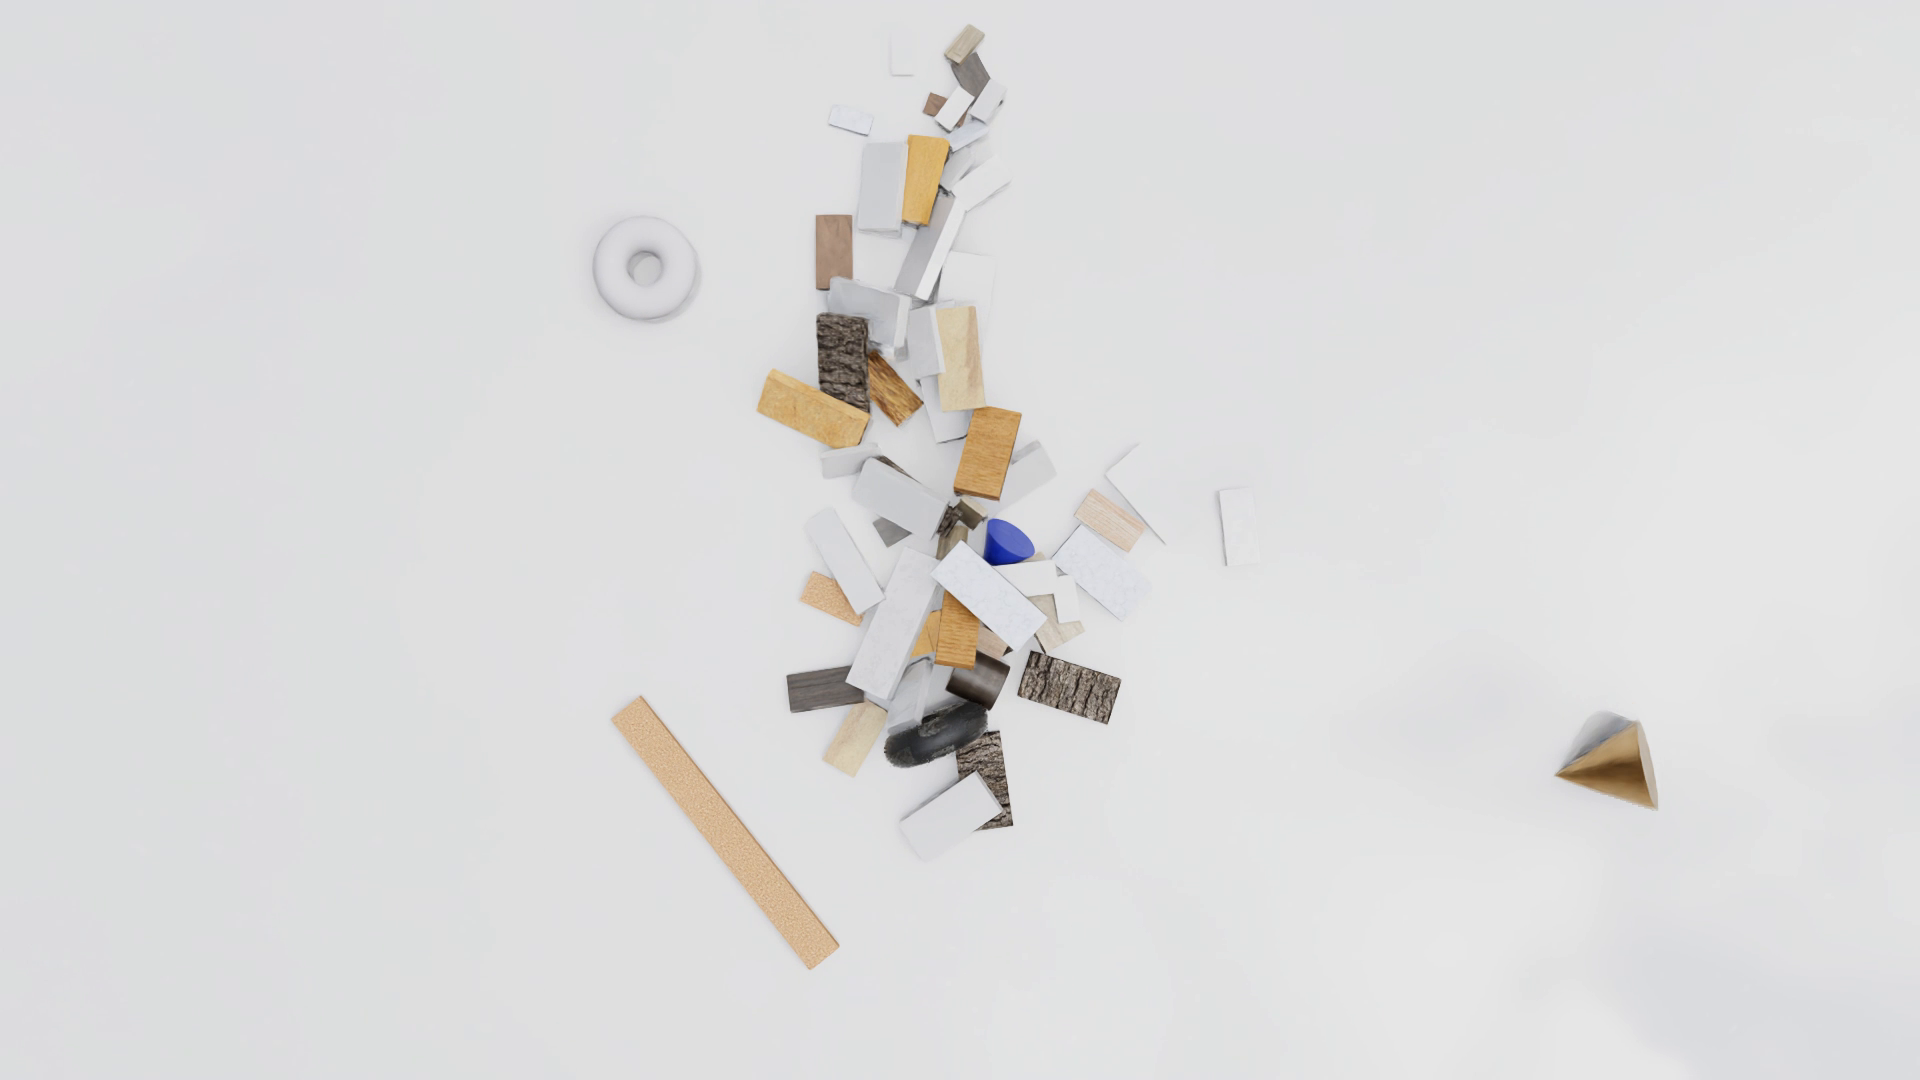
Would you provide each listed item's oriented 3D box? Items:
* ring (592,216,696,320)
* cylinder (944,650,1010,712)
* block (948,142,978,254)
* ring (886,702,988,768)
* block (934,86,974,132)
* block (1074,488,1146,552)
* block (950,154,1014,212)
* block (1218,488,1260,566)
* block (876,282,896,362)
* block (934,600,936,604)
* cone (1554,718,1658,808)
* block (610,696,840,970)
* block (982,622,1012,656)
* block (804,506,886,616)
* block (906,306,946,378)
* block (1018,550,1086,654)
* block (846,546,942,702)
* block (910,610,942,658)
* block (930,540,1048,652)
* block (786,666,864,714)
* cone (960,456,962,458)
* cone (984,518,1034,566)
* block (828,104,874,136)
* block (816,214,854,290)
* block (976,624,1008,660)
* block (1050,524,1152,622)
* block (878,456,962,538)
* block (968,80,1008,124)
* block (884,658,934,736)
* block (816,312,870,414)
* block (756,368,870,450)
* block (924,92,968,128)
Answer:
[{"bbox_3d":[-1.042,-0.898,5.444,0.343,0.114,0.343,0,91,1],"label":"ring"},{"bbox_3d":[0.058,0.454,5.418,0.164,0.164,0.164,25,90,0],"label":"cylinder"},{"bbox_3d":[0.006,-1.028,5.486,0.096,0.027,0.582,1,90,0],"label":"block"},{"bbox_3d":[-0.077,0.630,5.326,0.357,0.357,0.119,-23,90,0],"label":"ring"},{"bbox_3d":[-0.018,-1.429,5.467,0.068,0.019,0.135,37,93,1],"label":"block"},{"bbox_3d":[0.500,-0.064,5.484,0.220,0.031,0.110,34,90,0],"label":"block"},{"bbox_3d":[0.071,-1.180,5.459,0.193,0.027,0.096,-36,91,-1],"label":"block"},{"bbox_3d":[0.928,-0.044,5.484,0.110,0.031,0.251,-6,90,0],"label":"block"},{"bbox_3d":[-0.243,-0.719,5.439,0.035,0.122,0.244,-5,90,1],"label":"block"},{"bbox_3d":[-0.160,0.175,5.489,0.152,0.022,0.076,-2,90,0],"label":"block"},{"bbox_3d":[2.108,0.756,5.433,0.296,0.296,0.296,-13,90,27],"label":"cone"},{"bbox_3d":[-0.780,0.973,5.483,0.123,0.035,1.065,-38,90,0],"label":"block"},{"bbox_3d":[0.121,0.271,5.488,0.082,0.023,0.223,-30,90,0],"label":"block"},{"bbox_3d":[-0.380,0.070,5.448,0.108,0.030,0.359,-31,78,0],"label":"block"},{"bbox_3d":[-0.116,-0.637,5.319,0.108,0.030,0.215,-9,91,35],"label":"block"},{"bbox_3d":[0.273,0.205,5.442,0.152,0.043,0.303,-28,88,-12],"label":"block"},{"bbox_3d":[-0.204,0.275,5.418,0.157,0.044,0.487,22,84,22],"label":"block"},{"bbox_3d":[-0.150,0.320,5.463,0.252,0.036,0.126,-15,91,10],"label":"block"},{"bbox_3d":[0.095,0.180,5.358,0.378,0.043,0.152,42,94,0],"label":"block"},{"bbox_3d":[-0.445,0.493,5.462,0.246,0.035,0.123,-9,69,0],"label":"block"},{"bbox_3d":[0.092,-0.334,5.463,0.164,0.164,0.164,6,63,0],"label":"cone"},{"bbox_3d":[0.119,0.061,5.458,0.187,0.187,0.187,35,117,0],"label":"cone"},{"bbox_3d":[-0.362,-1.398,5.490,0.139,0.020,0.069,16,90,0],"label":"block"},{"bbox_3d":[-0.417,-0.956,5.483,0.122,0.035,0.244,-1,90,0],"label":"block"},{"bbox_3d":[0.081,0.332,5.467,0.152,0.022,0.076,29,92,1],"label":"block"},{"bbox_3d":[0.469,0.109,5.478,0.314,0.044,0.157,40,90,0],"label":"block"},{"bbox_3d":[-0.152,-0.142,5.436,0.327,0.028,0.098,37,118,5],"label":"block"},{"bbox_3d":[0.093,-1.450,5.451,0.068,0.019,0.135,33,90,22],"label":"block"},{"bbox_3d":[-0.166,0.512,5.370,0.126,0.252,0.036,-24,125,31],"label":"block"},{"bbox_3d":[-0.381,-0.572,5.381,0.162,0.046,0.324,11,118,22],"label":"block"},{"bbox_3d":[-0.483,-0.418,5.427,0.357,0.046,0.162,26,134,0],"label":"block"},{"bbox_3d":[-0.046,-1.432,5.490,0.139,0.020,0.069,21,90,0],"label":"block"}]
